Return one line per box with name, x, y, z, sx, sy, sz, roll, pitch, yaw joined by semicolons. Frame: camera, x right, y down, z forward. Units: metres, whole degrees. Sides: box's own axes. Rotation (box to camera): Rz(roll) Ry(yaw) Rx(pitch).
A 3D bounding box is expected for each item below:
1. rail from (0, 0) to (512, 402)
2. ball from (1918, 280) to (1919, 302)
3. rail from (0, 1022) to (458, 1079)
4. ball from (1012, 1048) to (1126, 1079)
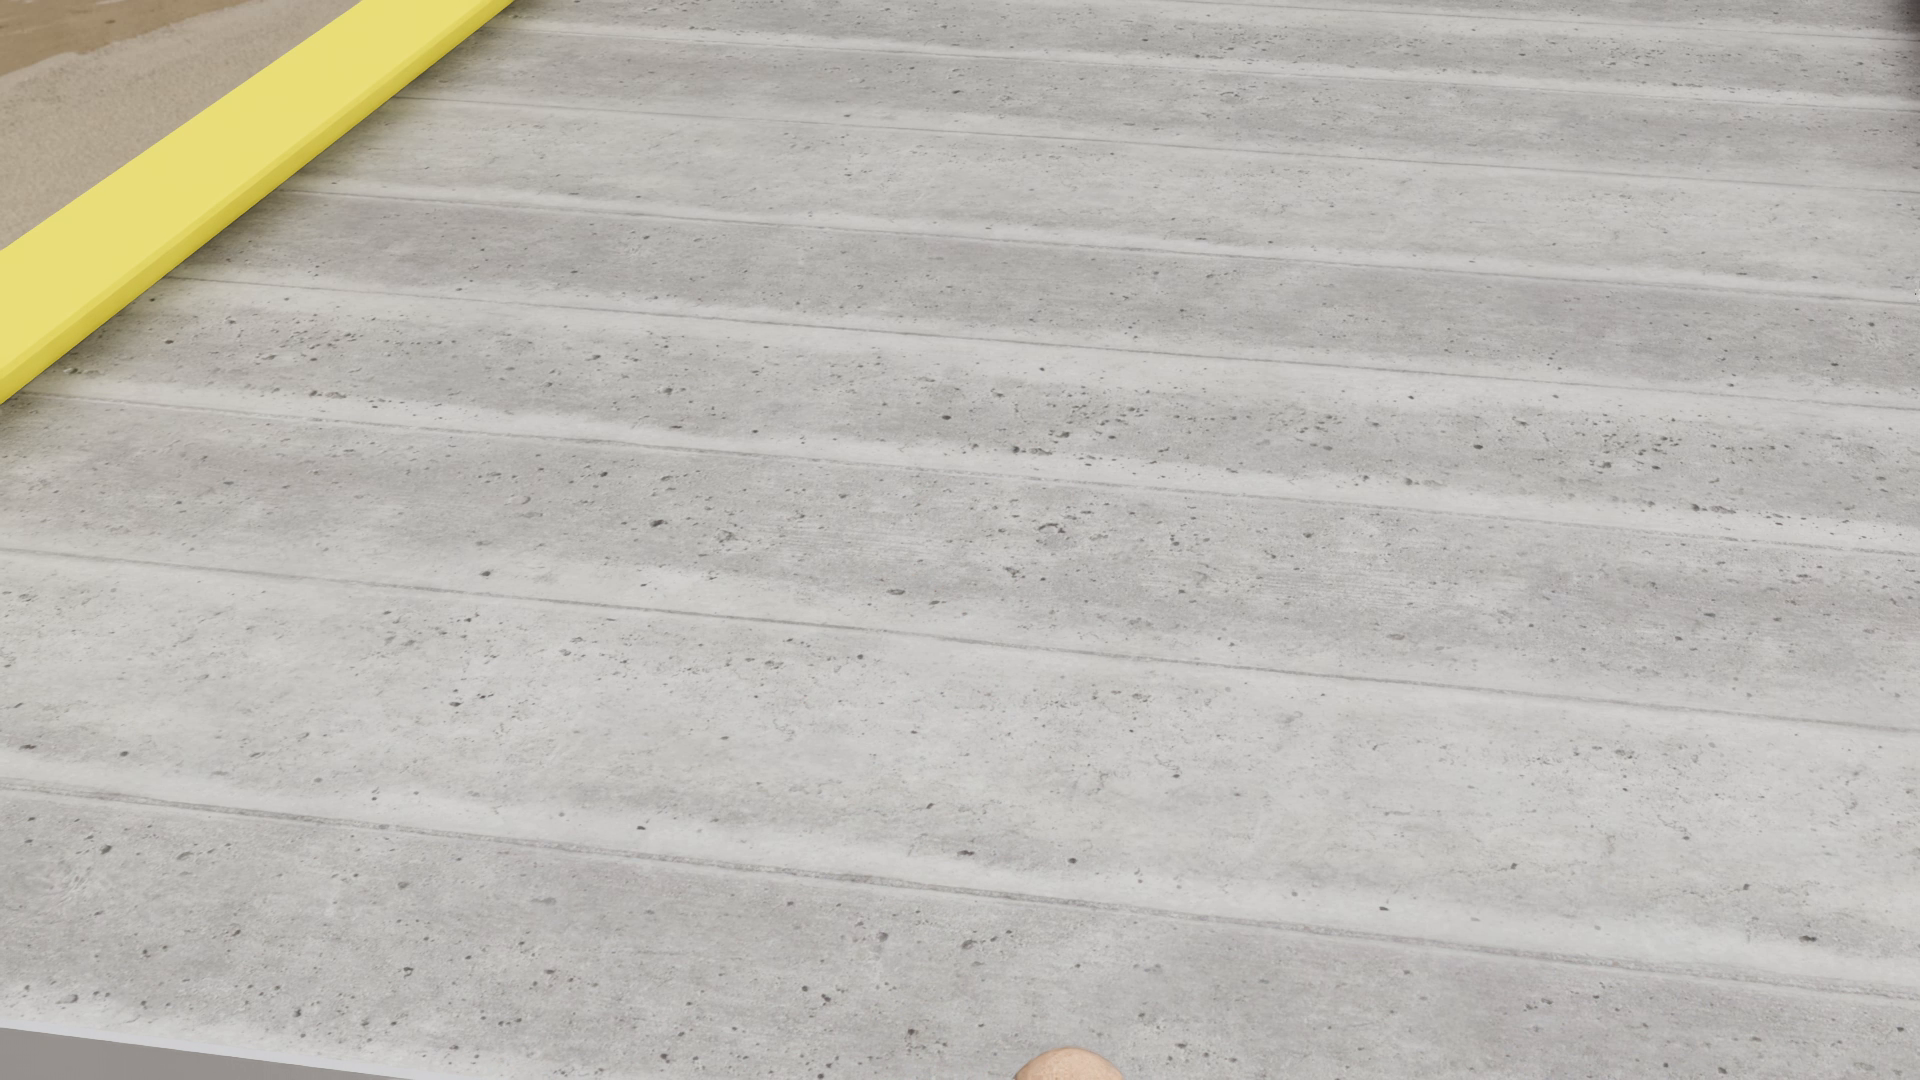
rail;-0.576;-0.376;2.612;0.045;0.107;2.797;5;26;10
ball;0.779;-0.193;2.270;0.075;0.075;0.075;0;26;0
rail;-0.135;0.271;1.266;1.509;0.107;0.045;5;26;10
ball;0.050;0.262;1.339;0.061;0.061;0.061;0;26;0
